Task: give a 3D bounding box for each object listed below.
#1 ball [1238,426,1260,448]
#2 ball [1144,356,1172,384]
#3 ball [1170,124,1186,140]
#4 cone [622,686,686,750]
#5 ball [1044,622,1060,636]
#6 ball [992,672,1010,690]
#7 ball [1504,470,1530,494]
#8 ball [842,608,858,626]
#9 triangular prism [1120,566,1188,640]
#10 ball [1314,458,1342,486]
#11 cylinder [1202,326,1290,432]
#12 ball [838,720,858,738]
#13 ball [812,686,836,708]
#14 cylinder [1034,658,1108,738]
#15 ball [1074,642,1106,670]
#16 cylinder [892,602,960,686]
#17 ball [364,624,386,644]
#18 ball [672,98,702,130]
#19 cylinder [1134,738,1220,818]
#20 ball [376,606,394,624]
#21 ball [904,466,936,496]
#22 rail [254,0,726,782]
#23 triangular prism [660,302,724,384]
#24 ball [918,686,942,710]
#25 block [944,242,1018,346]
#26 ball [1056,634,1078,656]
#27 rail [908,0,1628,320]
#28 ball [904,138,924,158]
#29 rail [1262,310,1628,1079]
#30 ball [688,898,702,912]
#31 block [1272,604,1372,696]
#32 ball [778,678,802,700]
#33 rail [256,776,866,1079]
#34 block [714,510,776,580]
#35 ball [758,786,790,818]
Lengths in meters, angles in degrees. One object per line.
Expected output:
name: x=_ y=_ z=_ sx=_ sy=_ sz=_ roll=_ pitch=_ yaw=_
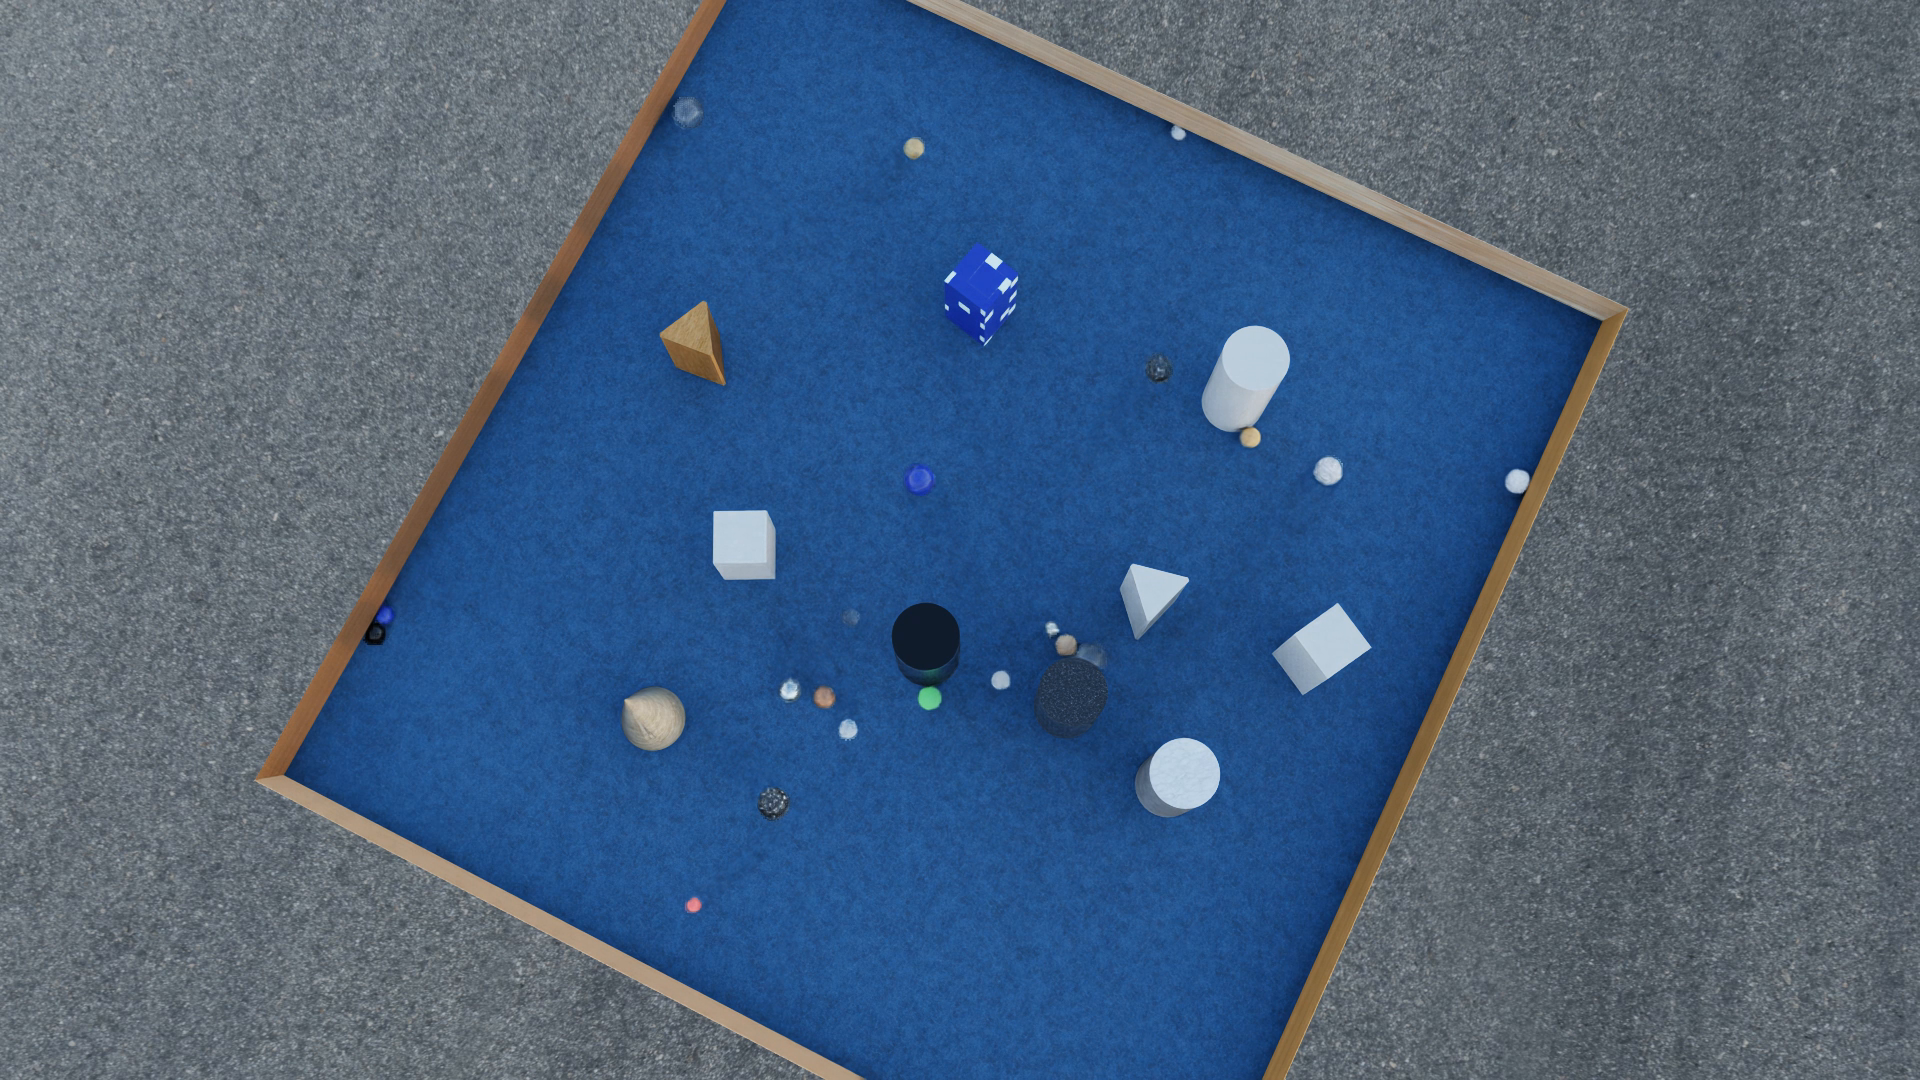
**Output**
ball: x=0.893 y=-0.316 z=5.649 sx=0.065 sy=0.065 sz=0.065 roll=0 pitch=78 yaw=0
ball: x=0.615 y=-0.529 z=5.683 sx=0.084 sy=0.084 sz=0.084 roll=0 pitch=78 yaw=0
ball: x=0.697 y=-1.304 z=5.862 sx=0.048 sy=0.048 sz=0.048 roll=0 pitch=78 yaw=0
cone: x=-0.922 y=0.487 z=5.269 sx=0.194 sy=0.484 sz=0.194 roll=0 pitch=78 yaw=0
ball: x=0.278 y=0.268 z=5.537 sx=0.046 sy=0.046 sz=0.046 roll=0 pitch=78 yaw=0
ball: x=0.123 y=0.422 z=5.500 sx=0.057 sy=0.057 sz=0.057 roll=0 pitch=78 yaw=0
ball: x=1.708 y=-0.179 z=5.615 sx=0.076 sy=0.076 sz=0.076 roll=0 pitch=78 yaw=0
ball: x=-0.332 y=0.233 z=5.541 sx=0.053 sy=0.053 sz=0.053 roll=0 pitch=78 yaw=0
triangular prism: x=0.542 y=0.157 z=5.402 sx=0.146 sy=0.357 sz=0.168 roll=44 pitch=82 yaw=8
ball: x=1.128 y=-0.210 z=5.616 sx=0.085 sy=0.085 sz=0.085 roll=0 pitch=78 yaw=0
cylinder: x=0.849 y=-0.476 z=5.482 sx=0.194 sy=0.456 sz=0.194 roll=0 pitch=78 yaw=0
ball: x=-0.333 y=0.565 z=5.471 sx=0.056 sy=0.056 sz=0.056 roll=0 pitch=78 yaw=0
ball: x=-0.407 y=0.469 z=5.485 sx=0.067 sy=0.067 sz=0.067 roll=0 pitch=78 yaw=0
cylinder: x=0.319 y=0.463 z=5.330 sx=0.194 sy=0.374 sz=0.194 roll=0 pitch=78 yaw=0
ball: x=0.388 y=0.355 z=5.495 sx=0.095 sy=0.095 sz=0.095 roll=0 pitch=78 yaw=0
cylinder: x=-0.097 y=0.310 z=5.366 sx=0.194 sy=0.366 sz=0.194 roll=0 pitch=78 yaw=0
ball: x=-1.763 y=0.282 z=5.527 sx=0.062 sy=0.062 sz=0.062 roll=0 pitch=78 yaw=0
ball: x=-0.870 y=-1.359 z=5.848 sx=0.097 sy=0.097 sz=0.097 roll=0 pitch=78 yaw=0
cylinder: x=0.618 y=0.686 z=5.253 sx=0.194 sy=0.433 sz=0.194 roll=0 pitch=78 yaw=0
ball: x=-1.739 y=0.225 z=5.541 sx=0.057 sy=0.057 sz=0.057 roll=0 pitch=78 yaw=0
ball: x=-0.123 y=-0.182 z=5.606 sx=0.094 sy=0.094 sz=0.094 roll=0 pitch=78 yaw=0
rail: x=-1.336 y=-0.648 z=5.685 sx=0.045 sy=0.126 sz=3.133 roll=26 pitch=80 yaw=5
triangular prism: x=-0.785 y=-0.612 z=5.583 sx=0.168 sy=0.313 sz=0.146 roll=21 pitch=79 yaw=4
ball: x=-0.089 y=0.473 z=5.483 sx=0.070 sy=0.070 sz=0.070 roll=0 pitch=78 yaw=0
block: x=0.063 y=-0.747 z=5.600 sx=0.155 sy=0.334 sz=0.155 roll=38 pitch=81 yaw=7
ball: x=0.320 y=0.317 z=5.517 sx=0.067 sy=0.067 sz=0.067 roll=0 pitch=78 yaw=0
rail: x=0.690 y=-1.345 z=5.829 sx=3.036 sy=0.126 sz=0.045 roll=26 pitch=80 yaw=5
ball: x=-0.147 y=-1.248 z=5.842 sx=0.065 sy=0.065 sz=0.065 roll=0 pitch=78 yaw=0
rail: x=1.336 y=0.661 z=5.414 sx=0.045 sy=0.126 sz=3.133 roll=26 pitch=80 yaw=5
ball: x=-0.779 y=1.070 z=5.374 sx=0.042 sy=0.042 sz=0.042 roll=0 pitch=78 yaw=0
block: x=1.051 y=0.323 z=5.355 sx=0.155 sy=0.382 sz=0.155 roll=-34 pitch=80 yaw=-7
ball: x=-0.509 y=0.448 z=5.489 sx=0.068 sy=0.068 sz=0.068 roll=0 pitch=78 yaw=0
rail: x=-0.690 y=1.358 z=5.270 sx=3.036 sy=0.126 sz=0.045 roll=26 pitch=80 yaw=5
block: x=-0.642 y=0.018 z=5.479 sx=0.155 sy=0.263 sz=0.155 roll=-1 pitch=78 yaw=0
ball: x=-0.551 y=0.775 z=5.408 sx=0.093 sy=0.093 sz=0.093 roll=0 pitch=78 yaw=0
